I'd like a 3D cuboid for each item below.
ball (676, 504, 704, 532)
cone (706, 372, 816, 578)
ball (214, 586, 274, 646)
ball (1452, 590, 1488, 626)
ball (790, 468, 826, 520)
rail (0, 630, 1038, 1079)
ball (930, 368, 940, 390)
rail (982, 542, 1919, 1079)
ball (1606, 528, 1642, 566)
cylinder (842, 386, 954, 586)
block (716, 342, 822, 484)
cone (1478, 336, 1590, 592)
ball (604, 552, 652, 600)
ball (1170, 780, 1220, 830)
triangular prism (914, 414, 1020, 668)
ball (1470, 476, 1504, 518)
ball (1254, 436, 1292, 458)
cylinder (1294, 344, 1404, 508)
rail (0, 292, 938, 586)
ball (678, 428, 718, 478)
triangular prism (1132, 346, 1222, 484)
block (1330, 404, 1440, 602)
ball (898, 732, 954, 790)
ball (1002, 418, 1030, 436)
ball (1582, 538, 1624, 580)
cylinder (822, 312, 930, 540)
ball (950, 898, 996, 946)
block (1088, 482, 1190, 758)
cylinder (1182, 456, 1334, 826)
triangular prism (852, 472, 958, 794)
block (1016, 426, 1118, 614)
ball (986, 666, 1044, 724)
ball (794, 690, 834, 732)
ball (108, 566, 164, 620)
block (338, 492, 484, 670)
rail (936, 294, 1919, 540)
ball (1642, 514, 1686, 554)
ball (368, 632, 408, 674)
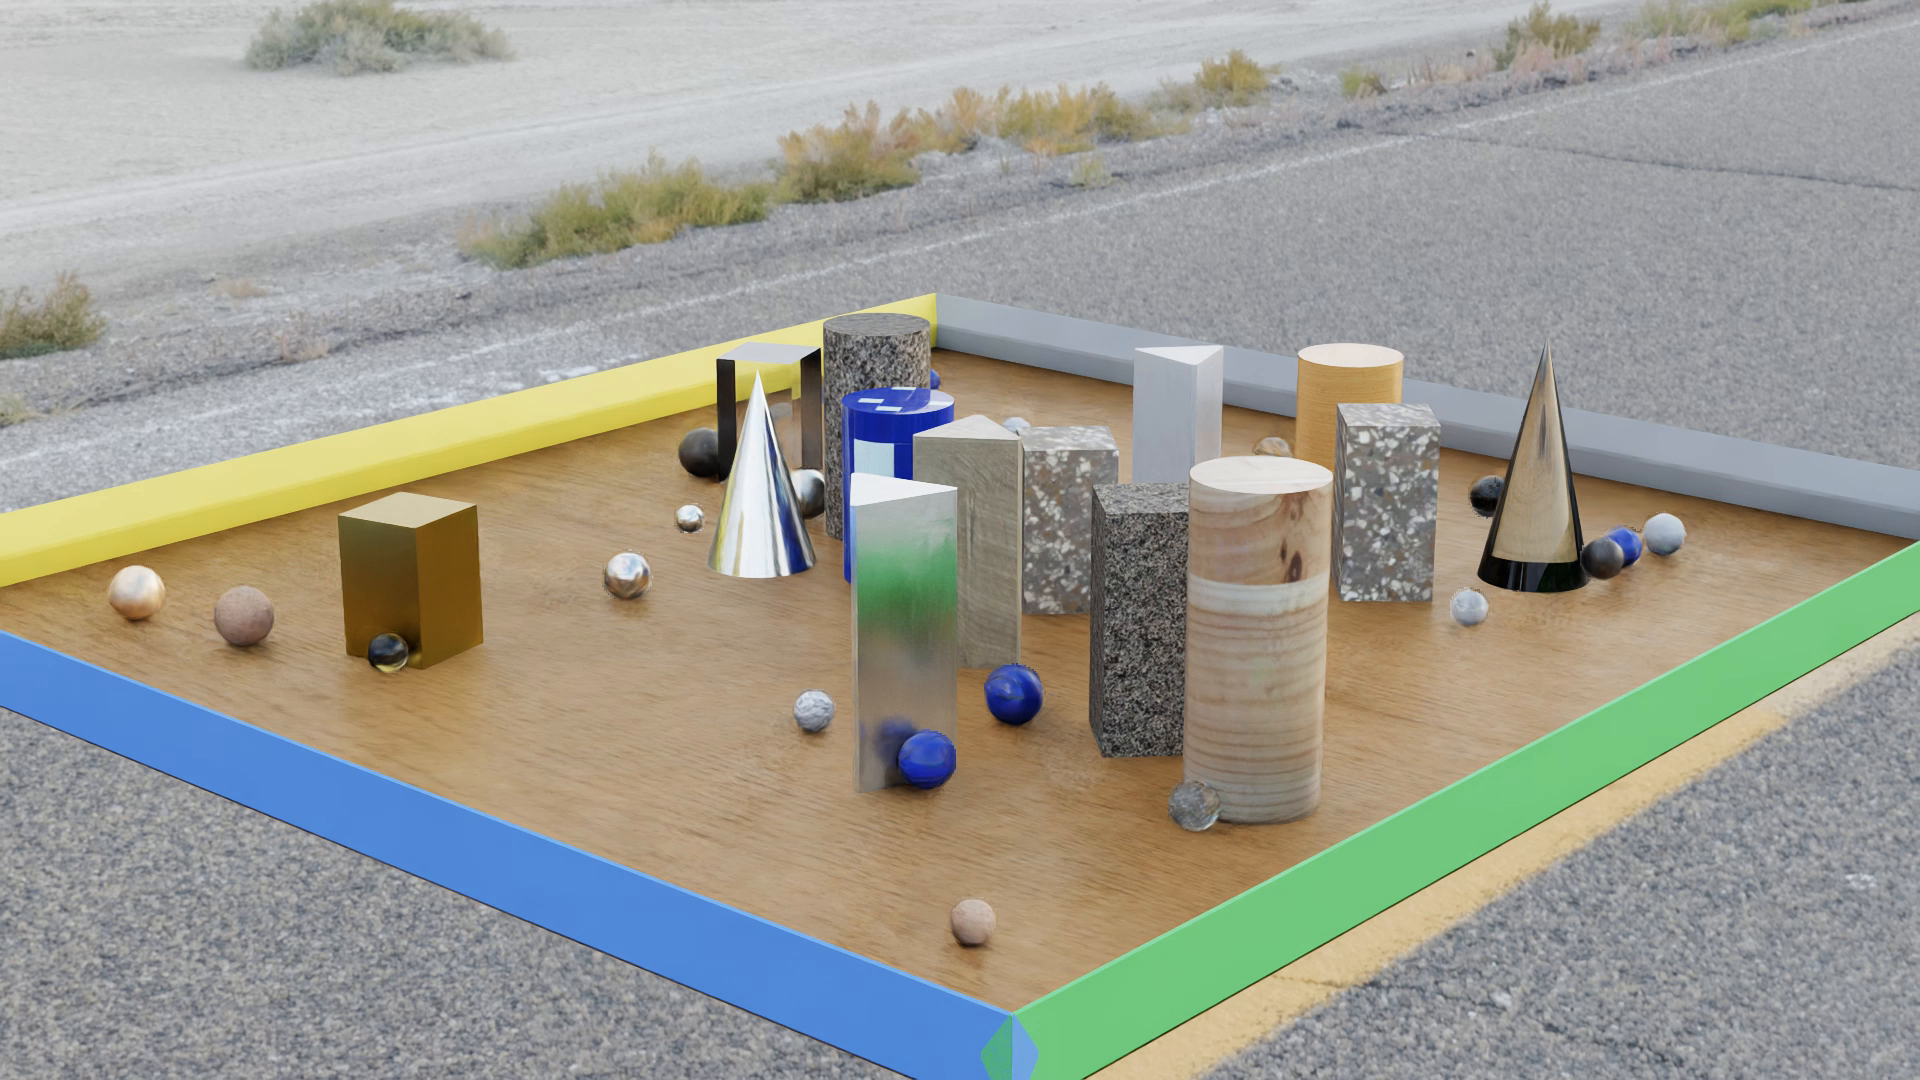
[{"bbox_3d":[-0.507,-0.040,5.497,0.053,0.053,0.053,0,17,0],"label":"ball"},{"bbox_3d":[-0.360,-0.132,5.275,0.199,0.357,0.199,0,17,0],"label":"cone"},{"bbox_3d":[-1.188,0.126,4.867,0.099,0.099,0.099,0,17,0],"label":"ball"},{"bbox_3d":[0.864,0.115,4.969,0.060,0.060,0.060,0,17,0],"label":"ball"},{"bbox_3d":[-0.291,-0.087,5.554,0.097,0.097,0.097,0,17,0],"label":"ball"},{"bbox_3d":[-0.915,0.336,4.111,2.619,0.129,0.045,14,22,39],"label":"rail"},{"bbox_3d":[-0.075,-0.352,6.518,0.061,0.061,0.061,0,17,0],"label":"ball"},{"bbox_3d":[0.971,0.275,4.313,0.045,0.129,2.838,14,22,39],"label":"rail"},{"bbox_3d":[1.196,0.013,5.290,0.070,0.070,0.070,0,17,0],"label":"ball"},{"bbox_3d":[-0.109,-0.091,5.200,0.199,0.322,0.199,0,17,0],"label":"cylinder"},{"bbox_3d":[-0.378,-0.249,5.839,0.159,0.255,0.159,6,18,18],"label":"block"},{"bbox_3d":[1.025,-0.148,5.178,0.199,0.442,0.199,0,17,0],"label":"cone"},{"bbox_3d":[-0.579,0.062,5.104,0.083,0.083,0.083,0,17,0],"label":"ball"},{"bbox_3d":[0.328,0.371,4.100,0.071,0.071,0.071,0,17,0],"label":"ball"},{"bbox_3d":[0.021,0.000,4.784,0.172,0.386,0.149,2,17,7],"label":"triangular prism"},{"bbox_3d":[1.014,-0.083,5.589,0.081,0.081,0.081,0,17,0],"label":"ball"},{"bbox_3d":[0.629,-0.170,5.891,0.075,0.075,0.075,0,17,0],"label":"ball"},{"bbox_3d":[0.740,-0.203,5.596,0.199,0.307,0.199,0,17,0],"label":"cylinder"},{"bbox_3d":[-0.971,-0.211,5.927,0.045,0.129,2.838,14,22,39],"label":"rail"},{"bbox_3d":[-0.514,-0.175,5.864,0.099,0.099,0.099,0,17,0],"label":"ball"},{"bbox_3d":[0.447,-0.219,5.665,0.149,0.298,0.172,-13,21,-36],"label":"triangular prism"},{"bbox_3d":[0.743,-0.067,5.131,0.159,0.315,0.159,0,17,1],"label":"block"},{"bbox_3d":[-0.049,0.319,4.233,0.082,0.082,0.082,0,17,0],"label":"ball"},{"bbox_3d":[0.116,-0.220,6.071,0.067,0.067,0.067,0,17,0],"label":"ball"},{"bbox_3d":[1.134,0.033,5.166,0.073,0.073,0.073,0,17,0],"label":"ball"},{"bbox_3d":[-0.153,-0.209,5.461,0.199,0.396,0.199,0,17,0],"label":"cylinder"},{"bbox_3d":[0.017,0.487,3.736,0.059,0.059,0.059,0,17,0],"label":"ball"},{"bbox_3d":[0.285,0.119,4.403,0.159,0.379,0.159,-1,17,-5],"label":"block"},{"bbox_3d":[0.419,0.141,4.145,0.199,0.485,0.199,0,17,0],"label":"cylinder"},{"bbox_3d":[-0.115,0.128,4.279,0.172,0.433,0.149,-10,19,-30],"label":"triangular prism"},{"bbox_3d":[0.183,-0.035,5.069,0.159,0.290,0.159,-1,17,-4],"label":"block"},{"bbox_3d":[0.084,0.239,4.506,0.090,0.090,0.090,0,17,0],"label":"ball"},{"bbox_3d":[-0.223,0.261,4.479,0.062,0.062,0.062,0,17,0],"label":"ball"},{"bbox_3d":[-1.404,0.090,4.997,0.092,0.092,0.092,0,17,0],"label":"ball"},{"bbox_3d":[-0.902,0.065,4.823,0.159,0.240,0.159,9,19,28],"label":"block"},{"bbox_3d":[0.915,-0.271,6.129,2.619,0.129,0.045,14,22,39],"label":"rail"},{"bbox_3d":[1.287,-0.011,5.360,0.076,0.076,0.076,0,17,0],"label":"ball"},{"bbox_3d":[-0.924,0.182,4.737,0.066,0.066,0.066,0,17,0],"label":"ball"}]
